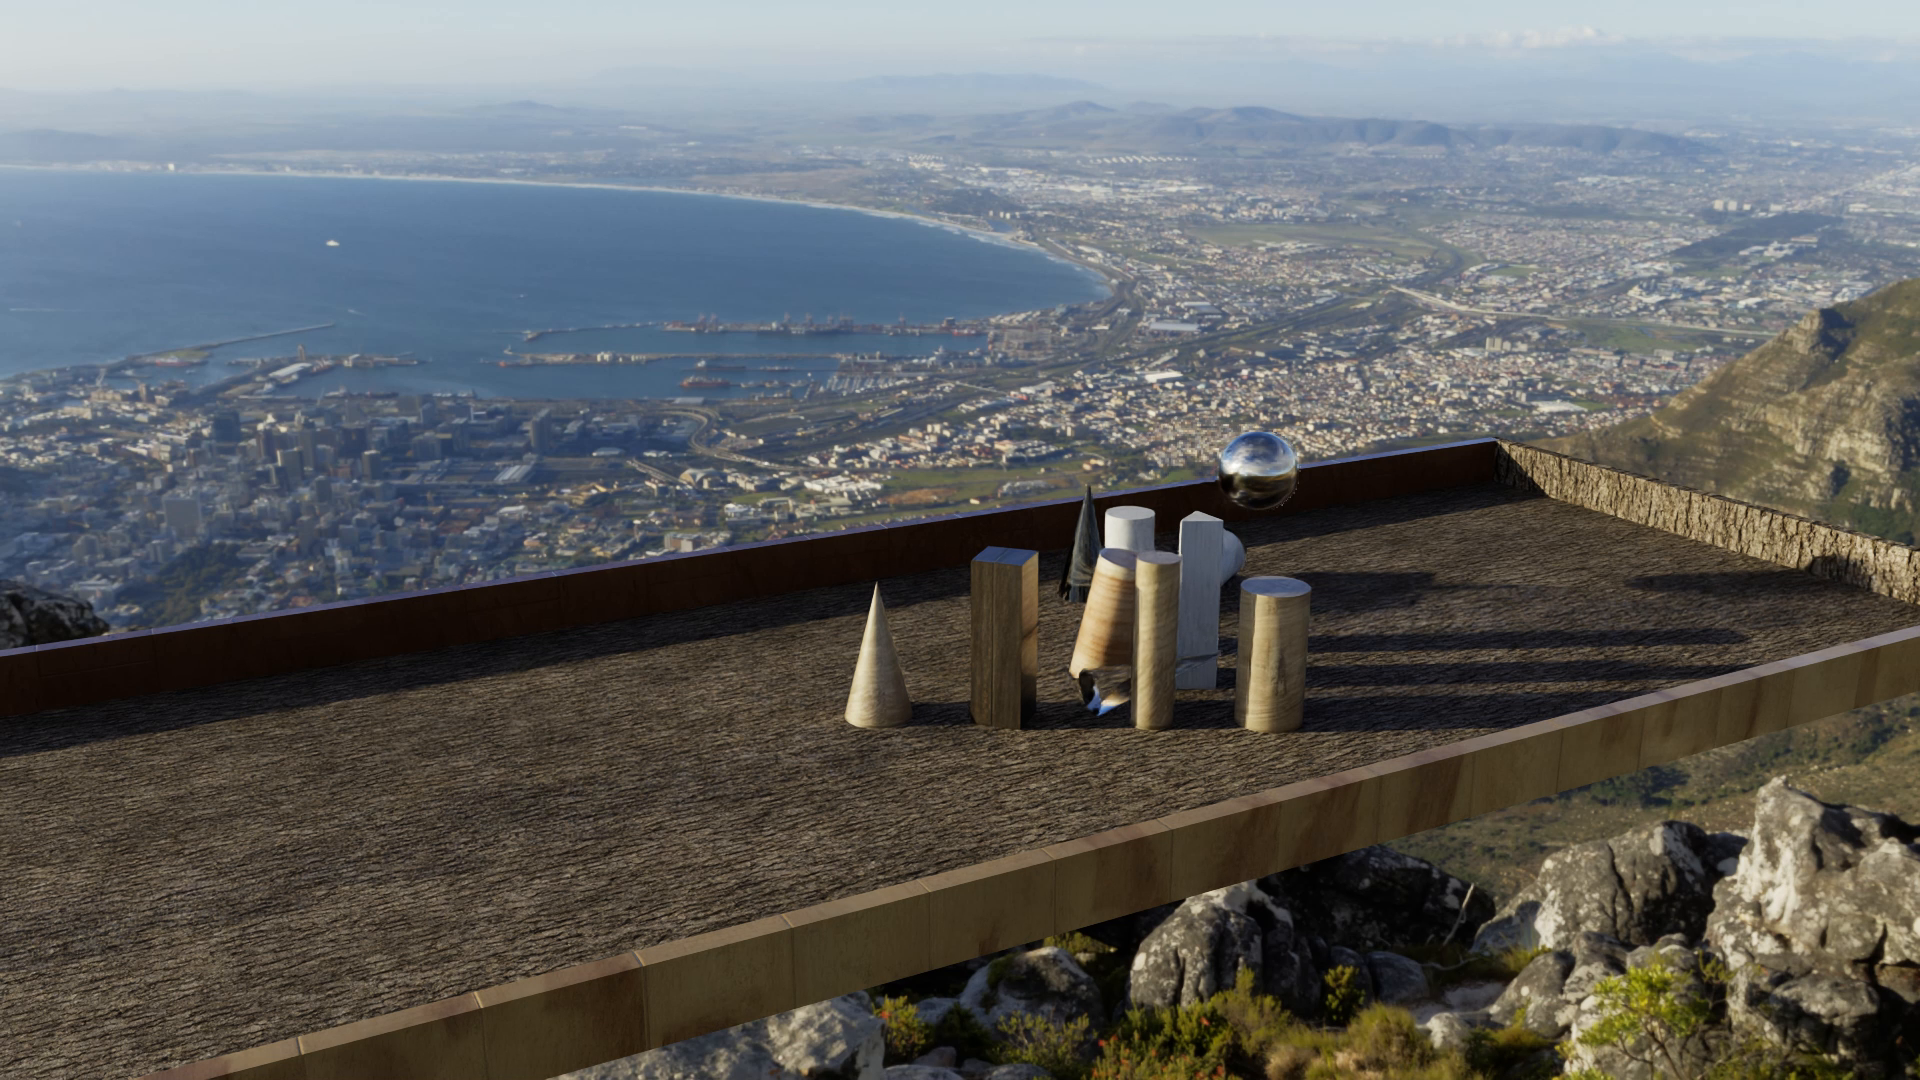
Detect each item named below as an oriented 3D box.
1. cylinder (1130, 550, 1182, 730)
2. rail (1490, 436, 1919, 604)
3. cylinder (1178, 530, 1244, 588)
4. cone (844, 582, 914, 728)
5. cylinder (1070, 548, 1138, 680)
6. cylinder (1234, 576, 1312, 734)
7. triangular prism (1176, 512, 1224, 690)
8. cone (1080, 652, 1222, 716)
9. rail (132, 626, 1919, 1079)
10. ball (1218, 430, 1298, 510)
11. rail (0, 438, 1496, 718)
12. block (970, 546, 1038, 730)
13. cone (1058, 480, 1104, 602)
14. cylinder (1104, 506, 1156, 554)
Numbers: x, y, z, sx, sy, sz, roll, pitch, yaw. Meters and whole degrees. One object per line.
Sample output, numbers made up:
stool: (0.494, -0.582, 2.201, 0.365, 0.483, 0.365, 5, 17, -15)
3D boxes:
cylinder: (0.454, 0.235, 3.829, 0.102, 0.408, 0.102, 0, 17, 0)
rail: (2.466, -0.048, 5.253, 0.050, 0.150, 2.100, -9, 18, -27)
cylinder: (0.708, 0.081, 4.804, 0.154, 0.154, 0.332, 8, 18, 24)
cone: (-0.193, 0.256, 3.885, 0.165, 0.337, 0.165, 0, 16, 0)
cylinder: (0.379, 0.193, 4.094, 0.145, 0.316, 0.145, 12, 19, -4)
cylinder: (0.730, 0.267, 3.859, 0.161, 0.332, 0.161, 0, 16, 0)
triangular prism: (0.583, 0.149, 4.077, 0.103, 0.434, 0.089, 0, 16, 0)
cone: (0.474, 0.318, 3.964, 0.357, 0.117, 0.117, -15, 20, -16)
rail: (-2.336, 1.006, 1.665, 12.000, 0.150, 0.050, -9, 18, -27)
ball: (0.855, -0.199, 4.737, 0.228, 0.228, 0.228, 0, 16, 0)
rail: (-3.305, 0.497, 3.399, 12.000, 0.150, 0.050, -9, 18, -27)
block: (0.104, 0.229, 3.863, 0.123, 0.402, 0.123, 6, 17, 19)
cone: (0.369, -0.007, 4.771, 0.168, 0.342, 0.168, 0, 16, 0)
cylinder: (0.442, 0.108, 4.326, 0.130, 0.373, 0.130, 0, 16, 0)
